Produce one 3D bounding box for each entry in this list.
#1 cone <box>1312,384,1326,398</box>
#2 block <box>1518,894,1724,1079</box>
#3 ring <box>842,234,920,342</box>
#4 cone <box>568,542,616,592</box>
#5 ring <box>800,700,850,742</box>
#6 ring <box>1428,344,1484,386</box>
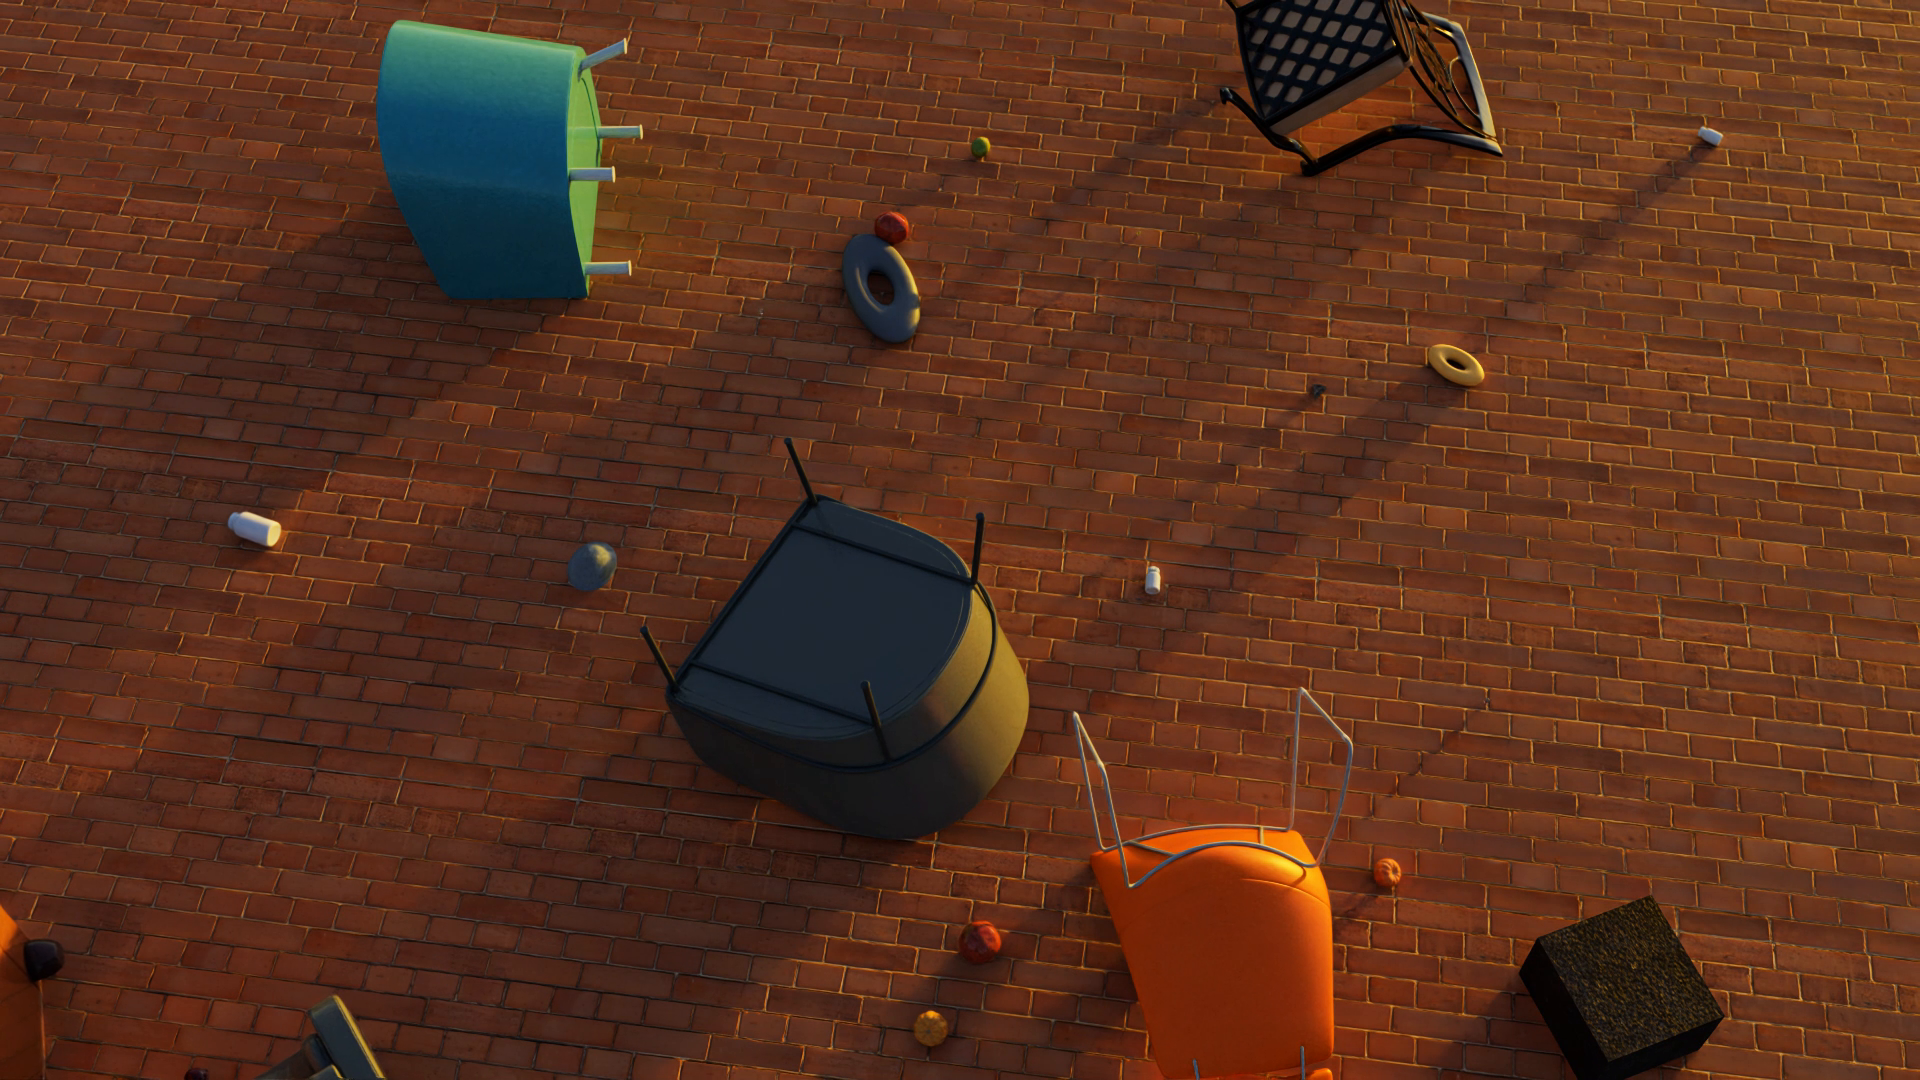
[{"bbox_3d":[1.117,-0.458,6.872,0.049,0.034,0.049,16,77,8],"label":"cone"},{"bbox_3d":[1.693,1.167,5.652,0.334,0.231,0.353,-18,58,-12],"label":"block"},{"bbox_3d":[-0.255,-0.812,7.081,0.223,0.065,0.470,-15,58,-9],"label":"ring"},{"bbox_3d":[-1.091,0.052,6.485,0.143,0.090,0.179,11,57,7],"label":"cone"},{"bbox_3d":[-0.379,0.510,6.209,0.148,0.039,0.128,-34,62,-20],"label":"ring"},{"bbox_3d":[1.559,-0.550,6.914,0.196,0.049,0.112,35,64,20],"label":"ring"}]
